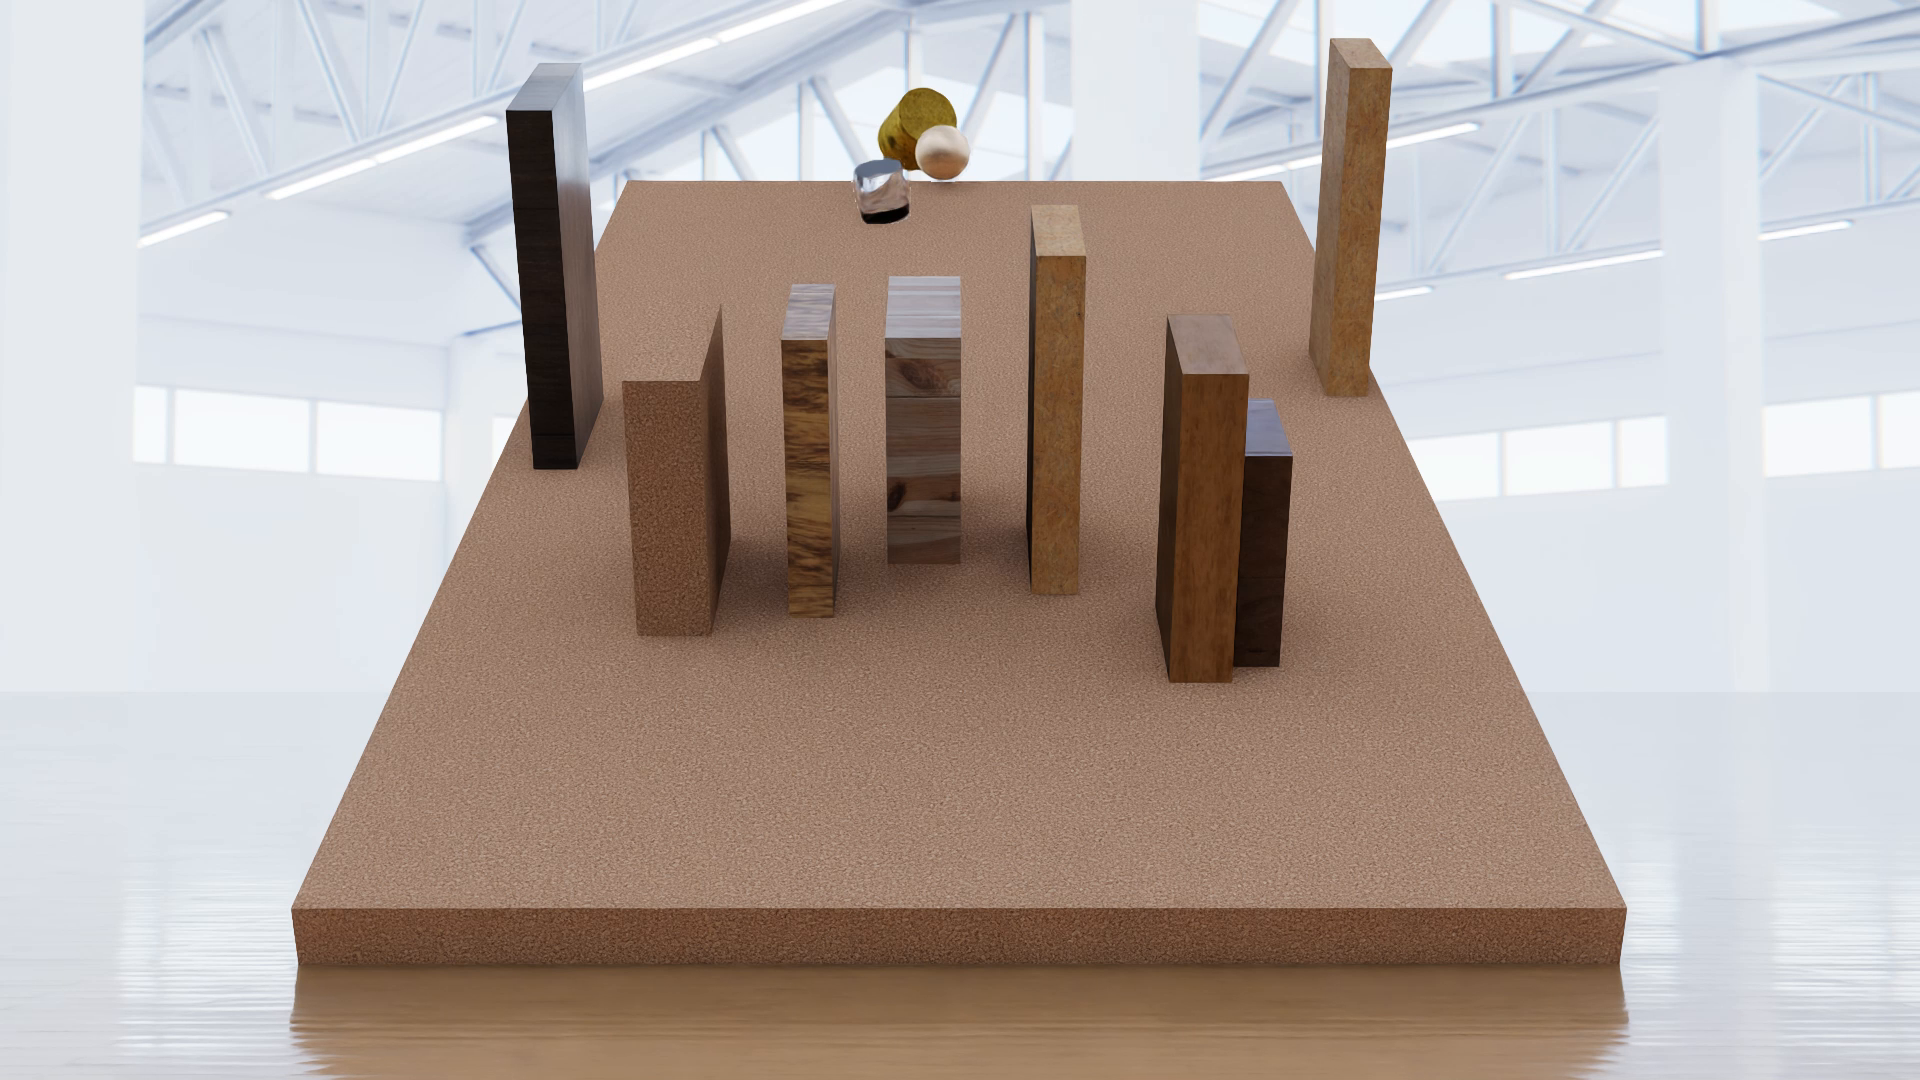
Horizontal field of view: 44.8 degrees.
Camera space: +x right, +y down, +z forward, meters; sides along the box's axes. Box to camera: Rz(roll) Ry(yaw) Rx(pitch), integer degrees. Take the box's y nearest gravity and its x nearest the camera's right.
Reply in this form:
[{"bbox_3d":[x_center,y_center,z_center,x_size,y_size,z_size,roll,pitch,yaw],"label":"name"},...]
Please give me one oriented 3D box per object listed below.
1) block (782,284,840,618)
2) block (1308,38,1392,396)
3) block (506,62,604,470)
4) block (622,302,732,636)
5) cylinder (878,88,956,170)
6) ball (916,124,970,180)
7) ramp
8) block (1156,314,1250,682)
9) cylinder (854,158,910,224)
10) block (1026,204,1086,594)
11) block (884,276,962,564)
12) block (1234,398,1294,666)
[{"bbox_3d":[-0.279,-0.171,4.410,0.082,0.552,0.318,0,24,0],"label":"block"},{"bbox_3d":[0.904,-0.750,5.430,0.094,0.772,0.304,0,24,0],"label":"block"},{"bbox_3d":[-0.874,-0.598,5.067,0.094,0.786,0.425,0,24,0],"label":"block"},{"bbox_3d":[-0.528,-0.142,4.405,0.136,0.502,0.439,0,24,0],"label":"block"},{"bbox_3d":[-0.133,-1.263,7.173,0.190,0.190,0.190,1,-16,-22],"label":"cylinder"},{"bbox_3d":[-0.051,-1.163,6.999,0.165,0.165,0.165,0,-4,0],"label":"ball"},{"bbox_3d":[-0.008,-0.229,5.330,2.000,0.100,4.000,0,24,0],"label":"ramp"},{"bbox_3d":[0.428,-0.076,4.167,0.112,0.584,0.310,0,24,0],"label":"block"},{"bbox_3d":[-0.226,-1.005,6.721,0.143,0.143,0.143,-8,30,4],"label":"cylinder"},{"bbox_3d":[0.181,-0.271,4.484,0.090,0.676,0.324,0,24,0],"label":"block"},{"bbox_3d":[-0.071,-0.244,4.672,0.144,0.472,0.373,0,24,0],"label":"block"},{"bbox_3d":[0.534,-0.016,4.245,0.082,0.410,0.279,0,24,0],"label":"block"}]
